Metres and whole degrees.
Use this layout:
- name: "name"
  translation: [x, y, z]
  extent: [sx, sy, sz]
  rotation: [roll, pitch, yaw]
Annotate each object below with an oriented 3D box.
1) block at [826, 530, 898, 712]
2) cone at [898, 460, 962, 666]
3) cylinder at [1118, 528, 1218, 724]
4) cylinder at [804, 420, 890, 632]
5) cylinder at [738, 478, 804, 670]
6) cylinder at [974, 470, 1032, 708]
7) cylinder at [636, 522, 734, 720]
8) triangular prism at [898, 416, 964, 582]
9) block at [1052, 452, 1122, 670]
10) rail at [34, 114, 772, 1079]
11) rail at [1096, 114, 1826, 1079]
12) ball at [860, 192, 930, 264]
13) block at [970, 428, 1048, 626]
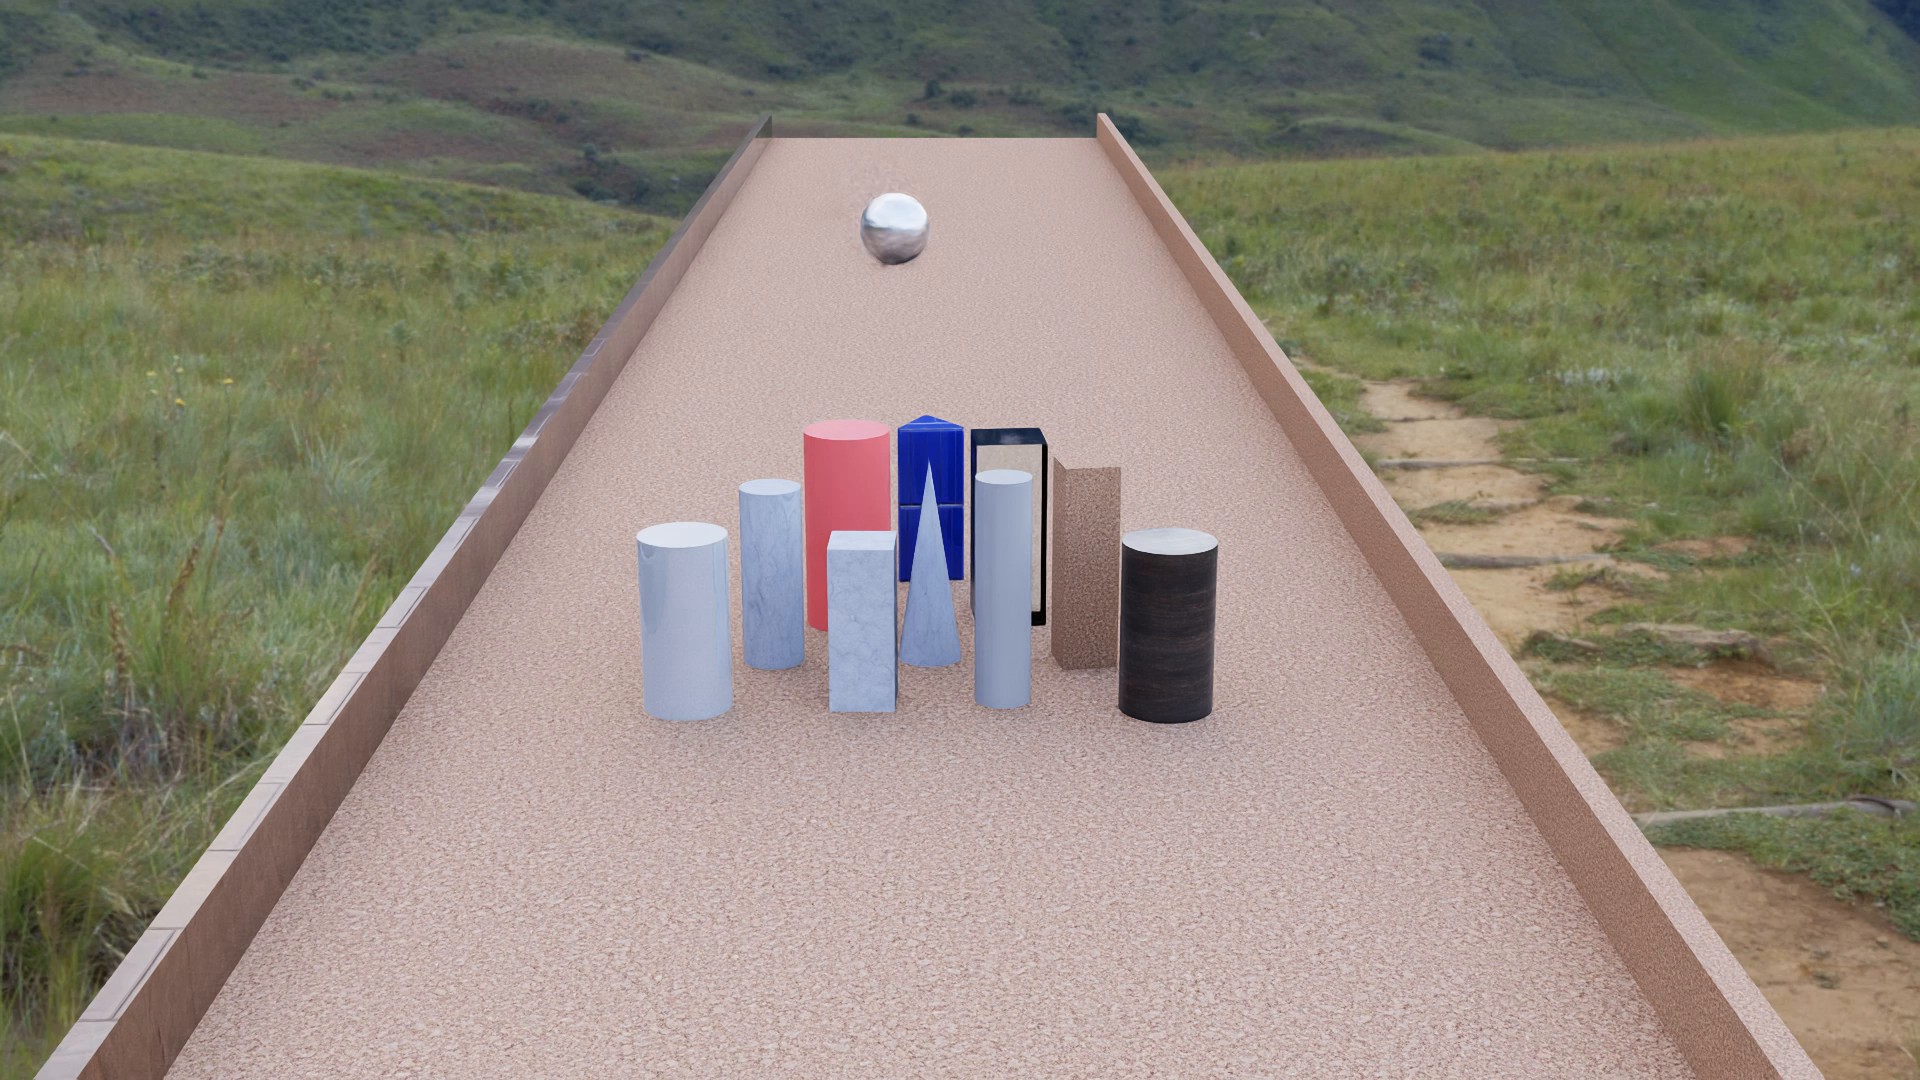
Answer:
- name: "block"
  translation: [-0.183, 0.153, 4.154]
  extent: [0.123, 0.319, 0.123]
  rotation: [0, 17, 1]
- name: "cone"
  translation: [-0.060, 0.038, 4.380]
  extent: [0.129, 0.410, 0.129]
  rotation: [0, 17, 0]
- name: "cylinder"
  translation: [0.389, 0.159, 4.118]
  extent: [0.178, 0.328, 0.178]
  rotation: [0, 17, 0]
- name: "cylinder"
  translation: [-0.234, -0.029, 4.598]
  extent: [0.179, 0.414, 0.179]
  rotation: [0, 17, 0]
- name: "cylinder"
  translation: [-0.373, 0.068, 4.369]
  extent: [0.122, 0.359, 0.122]
  rotation: [0, 17, 0]
- name: "cylinder"
  translation: [0.081, 0.093, 4.144]
  extent: [0.107, 0.439, 0.107]
  rotation: [0, 17, 0]
- name: "cylinder"
  translation: [-0.515, 0.151, 4.126]
  extent: [0.169, 0.337, 0.169]
  rotation: [0, 17, 0]
- name: "triangular prism"
  translation: [-0.070, -0.095, 4.929]
  extent: [0.144, 0.351, 0.125]
  rotation: [-2, 17, -5]
- name: "block"
  translation: [0.249, 0.042, 4.361]
  extent: [0.110, 0.412, 0.110]
  rotation: [-3, 17, -10]
- name: "rail"
  translation: [-1.118, -0.838, 7.780]
  extent: [0.050, 0.150, 12.000]
  rotation: [0, 17, -1]
- name: "rail"
  translation: [0.932, -0.844, 7.801]
  extent: [0.050, 0.150, 12.000]
  rotation: [0, 17, -1]
- name: "ball"
  translation: [-0.267, -1.274, 9.001]
  extent: [0.290, 0.290, 0.290]
  rotation: [0, 17, 0]
- name: "block"
  translation: [0.101, -0.027, 4.630]
  extent: [0.146, 0.392, 0.146]
  rotation: [-1, 17, -5]
